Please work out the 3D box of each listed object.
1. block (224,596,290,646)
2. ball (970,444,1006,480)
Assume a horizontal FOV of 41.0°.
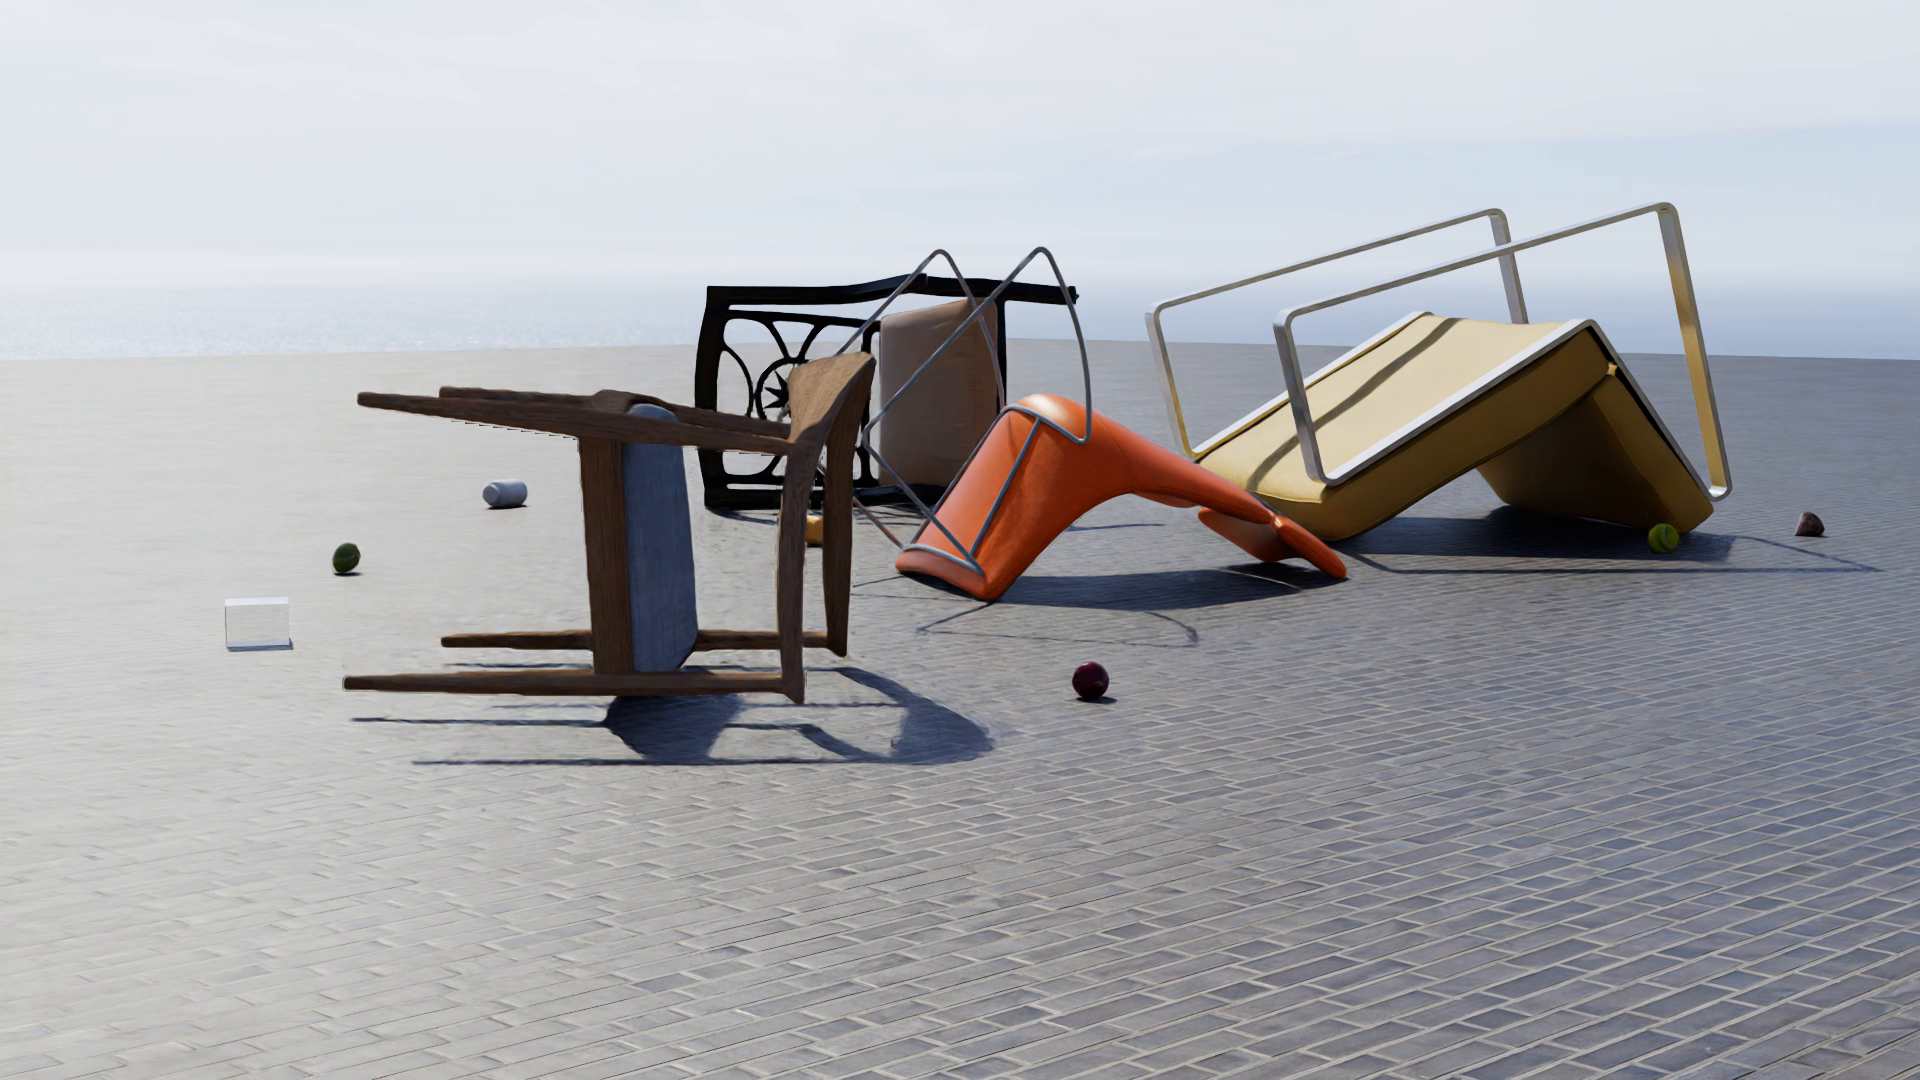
[{"bbox_3d":[-1.267,0.147,4.625,0.109,0.074,0.099,-2,6,-15],"label":"block"},{"bbox_3d":[0.093,-0.249,8.263,0.116,0.116,0.116,0,6,0],"label":"ball"}]
